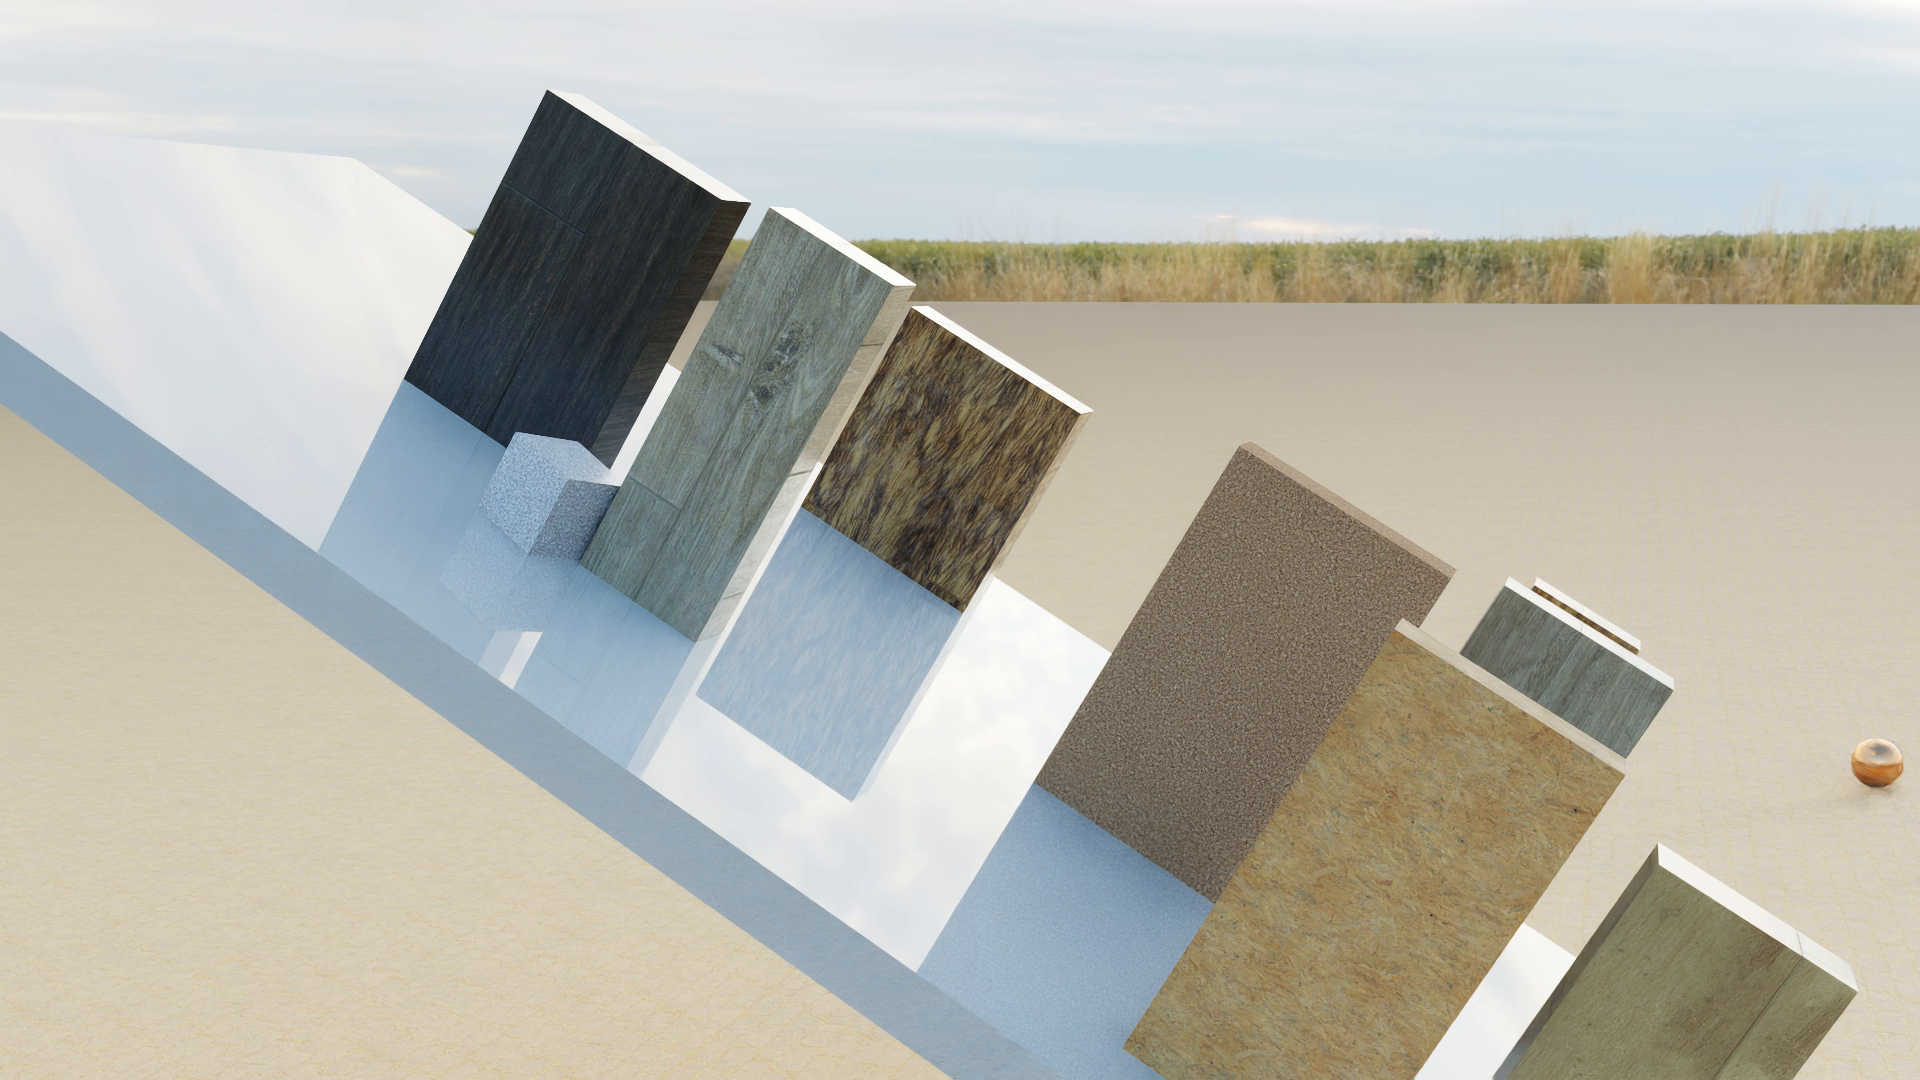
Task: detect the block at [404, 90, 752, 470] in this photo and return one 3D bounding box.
[{"bbox_3d":[-0.721,-0.466,4.124,0.399,0.619,0.140,33,15,11],"label":"block"}]

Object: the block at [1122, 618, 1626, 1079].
[{"bbox_3d":[0.579,0.522,3.122,0.360,0.739,0.102,33,15,11],"label":"block"}]

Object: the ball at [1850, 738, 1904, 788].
[{"bbox_3d":[3.316,0.806,7.953,0.177,0.177,0.177,0,7,0],"label":"ball"}]

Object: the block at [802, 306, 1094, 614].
[{"bbox_3d":[-0.031,-0.174,4.725,0.430,0.502,0.110,33,15,11],"label":"block"}]

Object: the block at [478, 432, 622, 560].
[{"bbox_3d":[-0.700,-0.074,3.789,0.152,0.152,0.152,39,17,30],"label":"block"}]

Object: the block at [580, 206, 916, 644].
[{"bbox_3d":[-0.365,-0.192,3.734,0.251,0.705,0.115,33,15,11],"label":"block"}]

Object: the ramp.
[{"bbox_3d":[-0.173,0.284,4.122,4.000,0.100,2.000,33,15,11],"label":"ramp"}]

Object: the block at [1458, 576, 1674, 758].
[{"bbox_3d":[0.981,0.468,4.126,0.349,0.715,0.122,33,15,11],"label":"block"}]

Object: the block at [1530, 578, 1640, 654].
[{"bbox_3d":[1.147,0.431,4.672,0.248,0.666,0.120,33,15,11],"label":"block"}]

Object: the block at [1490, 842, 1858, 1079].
[{"bbox_3d":[0.966,0.793,3.177,0.309,0.634,0.126,33,15,11],"label":"block"}]

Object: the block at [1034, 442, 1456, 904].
[{"bbox_3d":[0.502,0.246,3.924,0.427,0.721,0.119,33,15,11],"label":"block"}]
